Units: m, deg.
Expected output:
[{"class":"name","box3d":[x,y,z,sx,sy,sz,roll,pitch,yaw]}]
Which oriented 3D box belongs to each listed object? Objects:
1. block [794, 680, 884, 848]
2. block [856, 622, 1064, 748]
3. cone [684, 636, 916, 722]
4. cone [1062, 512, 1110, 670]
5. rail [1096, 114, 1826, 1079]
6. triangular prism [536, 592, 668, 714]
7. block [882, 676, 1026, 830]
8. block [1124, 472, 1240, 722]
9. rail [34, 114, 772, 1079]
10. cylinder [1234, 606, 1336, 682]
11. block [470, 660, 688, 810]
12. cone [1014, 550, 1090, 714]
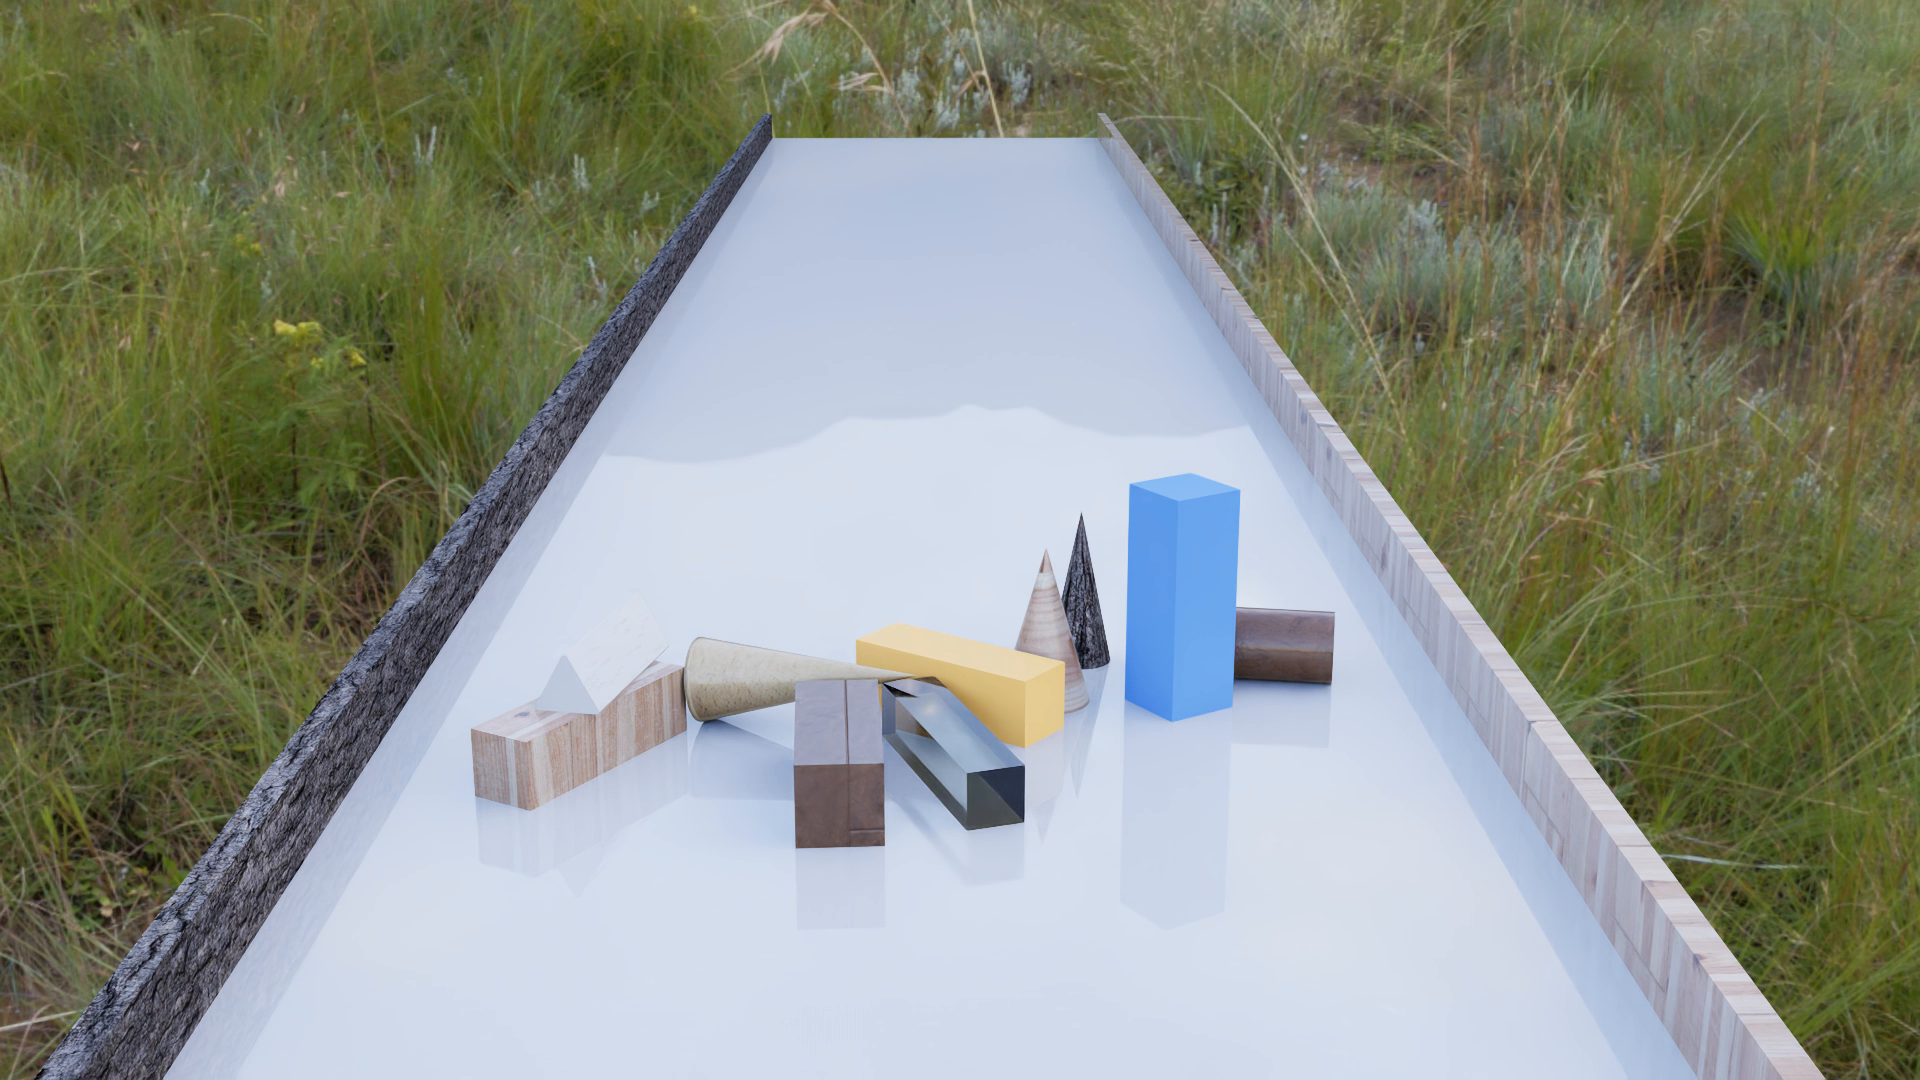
[{"class":"block","box3d":[-0.206,0.372,3.721,0.145,0.145,0.389,-1,17,-3]},{"class":"block","box3d":[-0.002,0.267,4.105,0.387,0.128,0.128,12,20,34]},{"class":"cone","box3d":[-0.278,0.252,4.026,0.424,0.159,0.159,-2,16,15]},{"class":"cone","box3d":[0.240,0.090,4.378,0.126,0.312,0.126,0,17,0]},{"class":"rail","box3d":[0.932,-0.844,7.801,0.050,0.150,12.000,0,17,-1]},{"class":"triangular prism","box3d":[-0.639,0.196,3.945,0.118,0.102,0.357,4,17,12]},{"class":"block","box3d":[-0.018,0.364,3.824,0.102,0.102,0.453,-6,18,-19]},{"class":"block","box3d":[0.415,0.106,4.123,0.145,0.427,0.145,-11,20,-32]},{"class":"rail","box3d":[-1.118,-0.838,7.780,0.050,0.150,12.000,0,17,-1]},{"class":"cylinder","box3d":[0.559,0.201,4.308,0.341,0.139,0.139,3,17,9]},{"class":"block","box3d":[-0.665,0.334,3.885,0.124,0.124,0.430,10,19,29]},{"class":"cone","box3d":[0.161,0.158,4.160,0.174,0.305,0.174,0,17,0]}]
